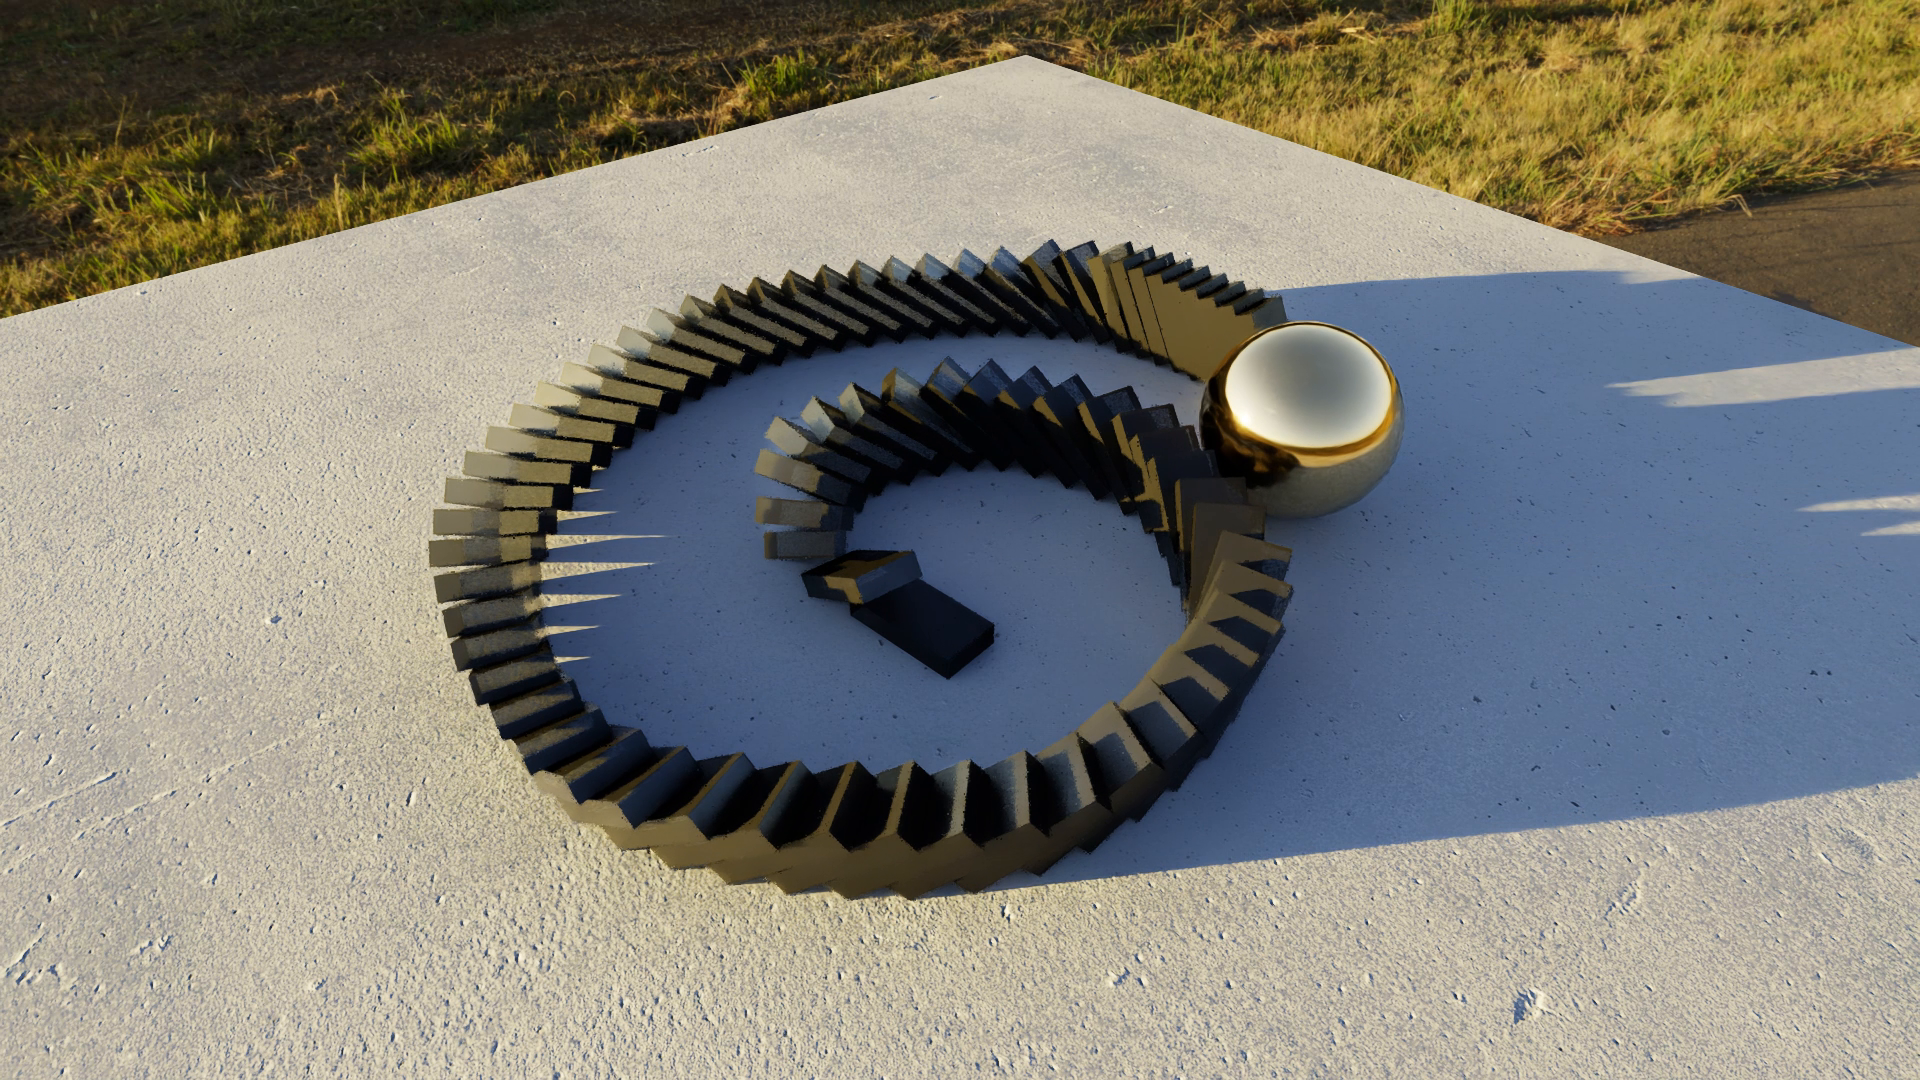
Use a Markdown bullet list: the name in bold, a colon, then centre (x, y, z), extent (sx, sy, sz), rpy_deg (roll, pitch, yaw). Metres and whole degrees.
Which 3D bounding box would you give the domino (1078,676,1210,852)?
- **domino**: centre (0.049, 0.069, 0.337), extent (0.050, 0.010, 0.025), rpy_deg (-45, 47, 5)

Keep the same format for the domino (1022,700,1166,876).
- **domino**: centre (0.035, 0.074, 0.330), extent (0.050, 0.010, 0.025), rpy_deg (-42, 43, 10)

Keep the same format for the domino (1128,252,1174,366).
- **domino**: centre (0.103, -0.116, 0.555), extent (0.025, 0.050, 0.009), rpy_deg (-32, 21, -33)

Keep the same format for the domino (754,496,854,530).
- **domino**: centre (-0.060, -0.010, 0.432), extent (0.025, 0.010, 0.050), rpy_deg (5, 0, 8)

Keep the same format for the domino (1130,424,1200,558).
- **domino**: centre (0.088, -0.020, 0.445), extent (0.025, 0.009, 0.050), rpy_deg (-11, 78, -14)

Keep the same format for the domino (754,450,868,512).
- **domino**: centre (-0.059, -0.024, 0.447), extent (0.025, 0.010, 0.050), rpy_deg (18, -2, 21)

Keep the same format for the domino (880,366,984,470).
- **domino**: centre (-0.012, -0.053, 0.485), extent (0.050, 0.010, 0.025), rpy_deg (32, 32, -25)

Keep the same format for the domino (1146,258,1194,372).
- **domino**: centre (0.111, -0.112, 0.549), extent (0.025, 0.050, 0.010), rpy_deg (-32, 21, -33)

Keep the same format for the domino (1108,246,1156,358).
- **domino**: centre (0.094, -0.121, 0.560), extent (0.025, 0.050, 0.009), rpy_deg (-32, 21, -33)

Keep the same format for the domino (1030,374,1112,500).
- **domino**: centre (0.055, -0.045, 0.475), extent (0.025, 0.010, 0.050), rpy_deg (-35, 89, -35)

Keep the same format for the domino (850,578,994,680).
- **domino**: centre (-0.014, 0.030, 0.407), extent (0.050, 0.010, 0.025), rpy_deg (30, 48, 31)

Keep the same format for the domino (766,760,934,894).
- **domino**: centre (-0.032, 0.084, 0.319), extent (0.050, 0.009, 0.025), rpy_deg (-26, 30, 29)

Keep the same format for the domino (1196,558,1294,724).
- **domino**: centre (0.092, 0.034, 0.378), extent (0.025, 0.009, 0.050), rpy_deg (24, 83, 24)

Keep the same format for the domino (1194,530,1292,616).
- **domino**: centre (0.098, 0.024, 0.391), extent (0.025, 0.009, 0.050), rpy_deg (17, 81, 18)

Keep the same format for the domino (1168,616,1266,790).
- **domino**: centre (0.073, 0.053, 0.357), extent (0.025, 0.010, 0.050), rpy_deg (34, 88, 34)

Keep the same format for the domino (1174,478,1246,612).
- **domino**: centre (0.096, 0.002, 0.418), extent (0.025, 0.009, 0.050), rpy_deg (0, 78, -1)

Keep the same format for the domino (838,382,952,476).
- **domino**: centre (-0.028, -0.048, 0.478), extent (0.050, 0.009, 0.025), rpy_deg (27, 24, -36)

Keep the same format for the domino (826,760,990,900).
- **domino**: centre (-0.015, 0.084, 0.318), extent (0.050, 0.010, 0.025), rpy_deg (-28, 31, 26)

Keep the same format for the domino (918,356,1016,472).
- **domino**: centre (0.007, -0.056, 0.488), extent (0.050, 0.009, 0.025), rpy_deg (41, 39, -13)

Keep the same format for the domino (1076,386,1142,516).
- **domino**: centre (0.071, -0.038, 0.467), extent (0.025, 0.009, 0.050), rpy_deg (-21, 82, -24)

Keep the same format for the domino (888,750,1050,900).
- **domino**: centre (0.002, 0.083, 0.319), extent (0.050, 0.010, 0.025), rpy_deg (-30, 34, 23)

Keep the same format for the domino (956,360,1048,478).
- **domino**: centre (0.023, -0.054, 0.485), extent (0.050, 0.010, 0.025), rpy_deg (45, 45, -8)

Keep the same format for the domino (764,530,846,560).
- **domino**: centre (-0.058, 0.001, 0.419), extent (0.025, 0.010, 0.050), rpy_deg (-1, 1, -1)

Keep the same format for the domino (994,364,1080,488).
- **domino**: centre (0.040, -0.050, 0.481), extent (0.050, 0.010, 0.025), rpy_deg (50, 50, -3)

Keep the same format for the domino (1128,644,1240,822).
- **domino**: centre (0.062, 0.061, 0.347), extent (0.050, 0.010, 0.025), rpy_deg (-51, 52, 1)

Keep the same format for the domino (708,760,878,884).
- **domino**: centre (-0.049, 0.083, 0.320), extent (0.050, 0.009, 0.025), rpy_deg (-24, 28, 32)

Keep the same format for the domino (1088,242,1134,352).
- **domino**: centre (0.084, -0.125, 0.565), extent (0.025, 0.050, 0.010), rpy_deg (-34, 21, -35)

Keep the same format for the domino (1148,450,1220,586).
- **domino**: centre (0.092, -0.009, 0.432), extent (0.025, 0.009, 0.050), rpy_deg (-8, 78, -9)

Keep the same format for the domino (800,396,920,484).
- **domino**: centre (-0.042, -0.042, 0.471), extent (0.050, 0.010, 0.025), rpy_deg (24, 20, -43)

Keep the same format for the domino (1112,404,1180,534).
- **domino**: centre (0.083, -0.030, 0.457), extent (0.025, 0.010, 0.050), rpy_deg (-12, 79, -16)

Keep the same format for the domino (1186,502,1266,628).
- **domino**: centre (0.098, 0.012, 0.405), extent (0.025, 0.009, 0.050), rpy_deg (5, 80, 6)

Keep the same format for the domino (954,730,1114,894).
- **domino**: centre (0.019, 0.080, 0.323), extent (0.050, 0.010, 0.025), rpy_deg (-35, 38, 17)

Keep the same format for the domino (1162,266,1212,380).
- **domino**: centre (0.118, -0.107, 0.543), extent (0.025, 0.050, 0.010), rpy_deg (-33, 21, -33)

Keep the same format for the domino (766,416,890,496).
- **domino**: centre (-0.055, -0.035, 0.461), extent (0.025, 0.010, 0.050), rpy_deg (38, 10, 39)

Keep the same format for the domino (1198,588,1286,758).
- **domino**: centre (0.084, 0.044, 0.367), extent (0.025, 0.009, 0.050), rpy_deg (30, 86, 30)

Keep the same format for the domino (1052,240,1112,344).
- **domino**: centre (0.071, -0.130, 0.576), extent (0.025, 0.010, 0.050), rpy_deg (-30, 91, -36)

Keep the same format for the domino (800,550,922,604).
- **domino**: centre (-0.037, 0.013, 0.407), extent (0.025, 0.010, 0.050), rpy_deg (-25, 12, -27)
